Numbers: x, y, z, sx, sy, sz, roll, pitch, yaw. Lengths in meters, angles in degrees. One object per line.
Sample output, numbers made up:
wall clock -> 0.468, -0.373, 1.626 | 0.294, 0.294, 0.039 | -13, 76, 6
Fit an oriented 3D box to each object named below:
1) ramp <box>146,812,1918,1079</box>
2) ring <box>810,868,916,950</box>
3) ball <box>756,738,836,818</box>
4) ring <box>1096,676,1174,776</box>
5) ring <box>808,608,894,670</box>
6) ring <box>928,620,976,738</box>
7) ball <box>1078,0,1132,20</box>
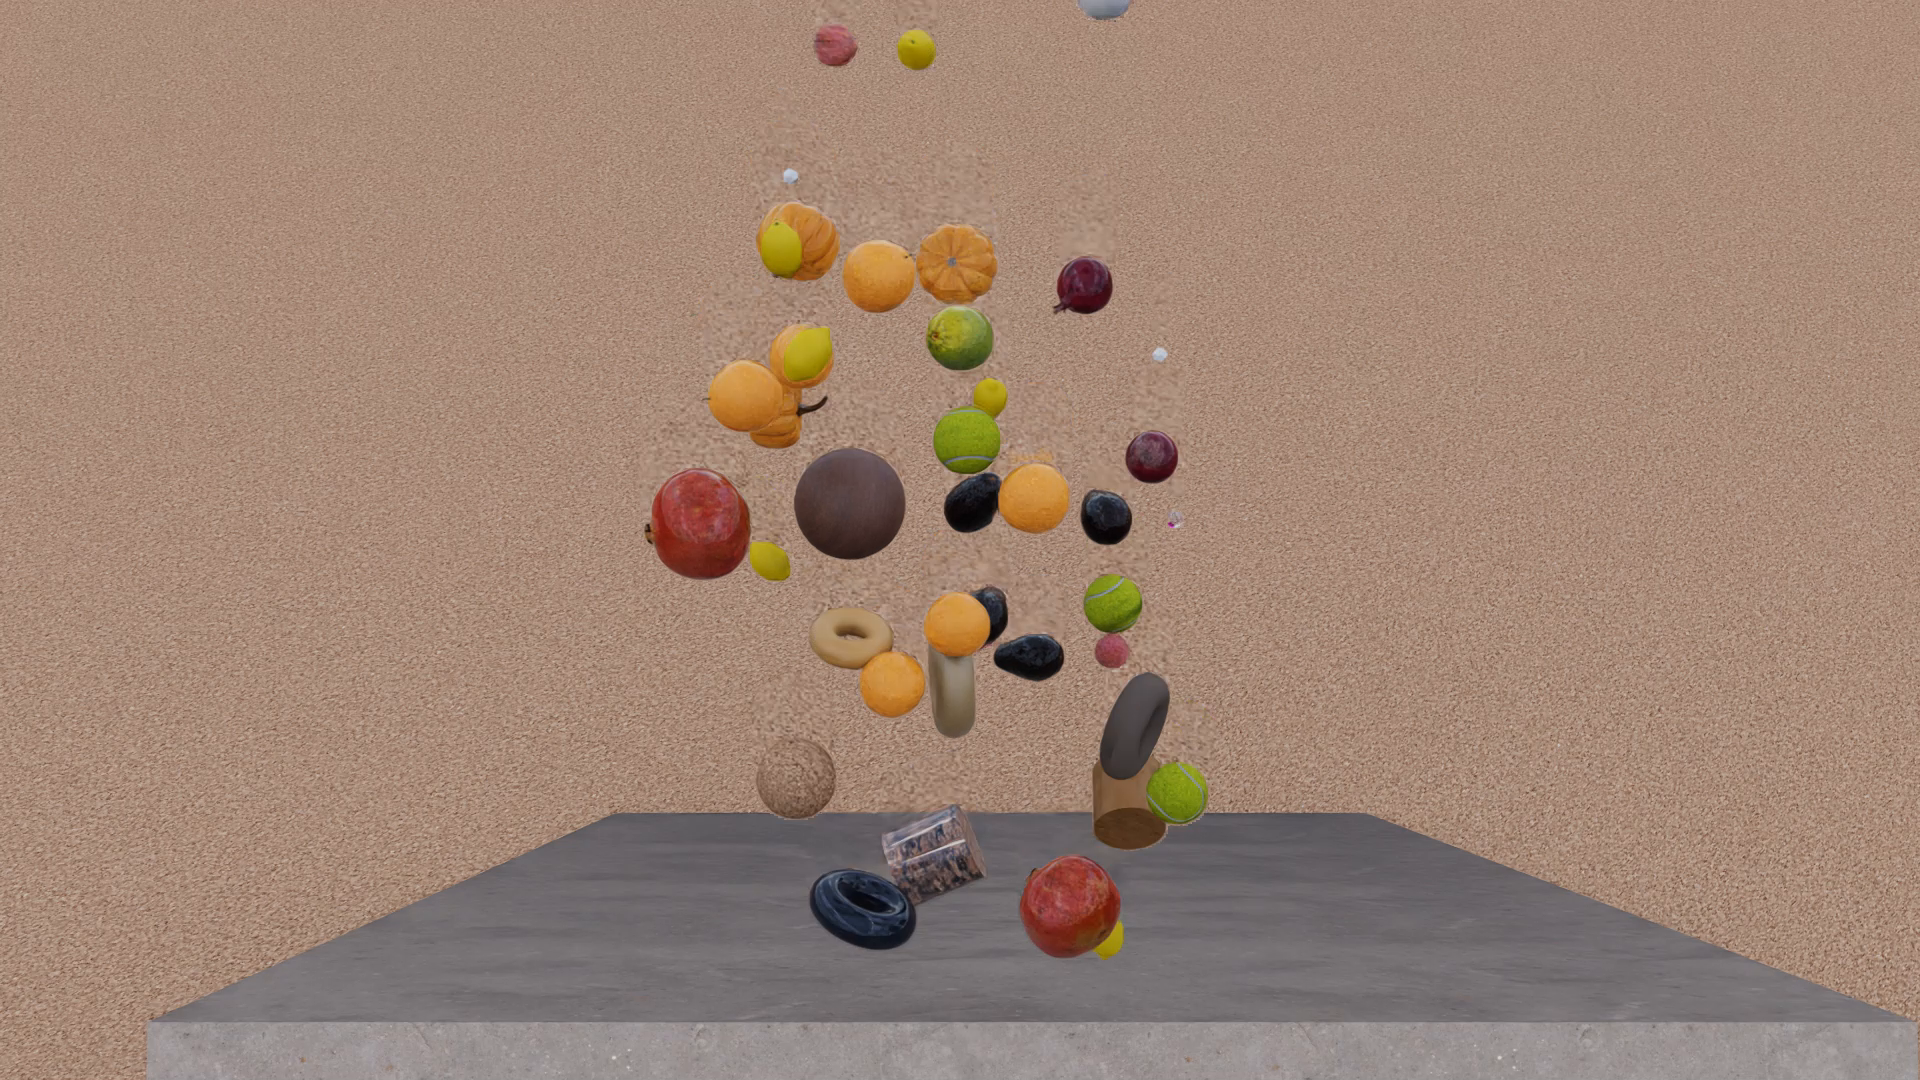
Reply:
ramp -> 0.082, 0.686, 4.935 | 2.000, 0.100, 4.000 | 0, -3, 0
ring -> -0.113, 0.429, 3.029 | 0.131, 0.044, 0.131 | 19, 20, -7
ball -> -0.179, 0.260, 2.840 | 0.088, 0.088, 0.088 | 0, 37, 0
ring -> 0.188, 0.200, 2.799 | 0.040, 0.121, 0.121 | 32, 46, 16
ring -> -0.119, 0.107, 2.859 | 0.094, 0.031, 0.094 | 5, 34, -4
ring -> -0.010, 0.157, 2.929 | 0.045, 0.134, 0.134 | -4, 37, -5
ball -> 0.151, -0.572, 2.713 | 0.060, 0.060, 0.060 | 0, 37, 0
